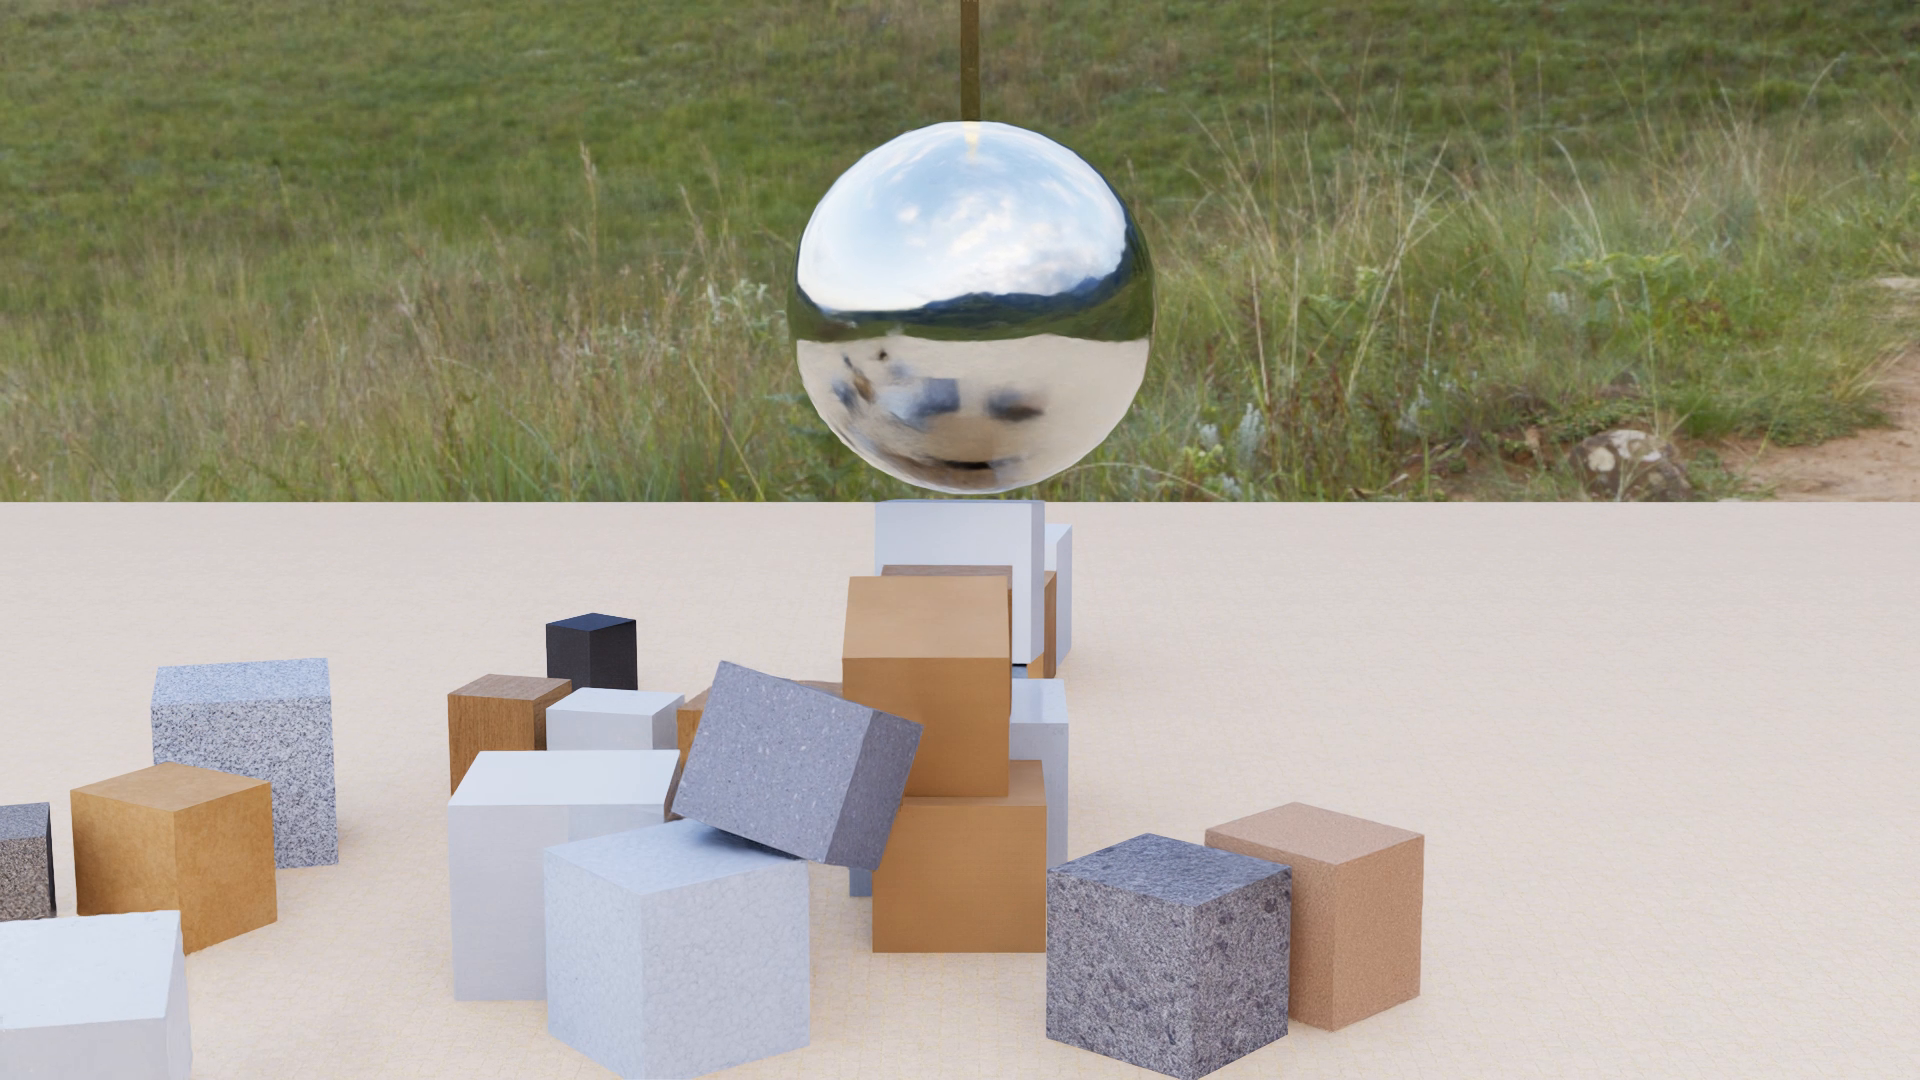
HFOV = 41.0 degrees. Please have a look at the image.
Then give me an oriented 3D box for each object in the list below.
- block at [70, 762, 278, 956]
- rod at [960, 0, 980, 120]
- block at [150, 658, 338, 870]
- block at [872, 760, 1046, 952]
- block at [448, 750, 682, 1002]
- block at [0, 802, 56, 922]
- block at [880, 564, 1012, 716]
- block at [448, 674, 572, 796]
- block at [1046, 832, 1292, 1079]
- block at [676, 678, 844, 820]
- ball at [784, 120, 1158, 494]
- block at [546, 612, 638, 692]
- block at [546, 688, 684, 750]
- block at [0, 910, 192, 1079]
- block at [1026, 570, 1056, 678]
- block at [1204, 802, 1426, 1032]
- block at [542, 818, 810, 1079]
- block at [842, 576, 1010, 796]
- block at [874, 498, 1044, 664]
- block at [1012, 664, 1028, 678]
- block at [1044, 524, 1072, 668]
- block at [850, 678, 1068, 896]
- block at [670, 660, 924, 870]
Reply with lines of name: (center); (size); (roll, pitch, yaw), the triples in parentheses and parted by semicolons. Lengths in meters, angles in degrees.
block: (-3.260, 1.313, 10.651); (0.610, 0.606, 0.521); (6, 12, 31)
rod: (0.022, -4.339, 10.391); (0.080, 5.200, 0.080); (0, 10, 0)
block: (-3.266, 1.025, 11.745); (0.767, 0.781, 0.787); (-3, 11, -15)
block: (-0.003, 1.305, 10.669); (0.701, 0.615, 0.700); (0, 10, 0)
block: (-1.542, 1.313, 10.168); (0.817, 0.778, 0.788); (0, 10, -1)
block: (-3.934, 1.403, 10.367); (0.499, 0.530, 0.513); (-3, 11, -17)
block: (-0.061, 0.434, 11.283); (0.577, 0.557, 0.551); (0, 10, 2)
block: (-2.226, 0.979, 12.738); (0.456, 0.516, 0.451); (3, 11, 15)
block: (0.765, 1.516, 9.423); (0.656, 0.647, 0.612); (9, 13, 40)
block: (-0.891, 1.037, 12.163); (0.687, 0.609, 0.696); (3, 11, 14)
ball: (0.051, -0.994, 11.000); (1.600, 1.600, 1.600); (0, 10, 0)
block: (-2.106, 0.674, 14.683); (0.342, 0.421, 0.386); (7, 13, 35)
block: (-1.661, 1.033, 12.436); (0.537, 0.518, 0.449); (3, 11, 14)
block: (-2.913, 1.663, 8.434); (0.664, 0.582, 0.679); (-2, 22, -12)
block: (0.236, 0.529, 14.913); (0.579, 0.624, 0.564); (2, 10, 10)
block: (1.357, 1.434, 9.867); (0.548, 0.647, 0.629); (-10, 14, -43)
block: (-1.036, 1.489, 9.376); (0.699, 0.716, 0.693); (-8, 13, -37)
block: (-0.133, 0.596, 10.586); (0.661, 0.639, 0.720); (0, 26, 0)
block: (0.007, 0.191, 12.626); (0.757, 0.764, 0.676); (1, 2, 7)
block: (-0.012, 0.990, 12.143); (0.662, 0.707, 0.651); (0, 10, 0)
block: (0.314, 0.330, 15.583); (0.644, 0.775, 0.648); (2, 10, 11)
block: (-0.002, 1.088, 11.411); (0.941, 0.776, 0.813); (0, 10, 1)
block: (-0.595, 0.849, 9.581); (0.623, 0.581, 0.645); (17, -4, 18)
